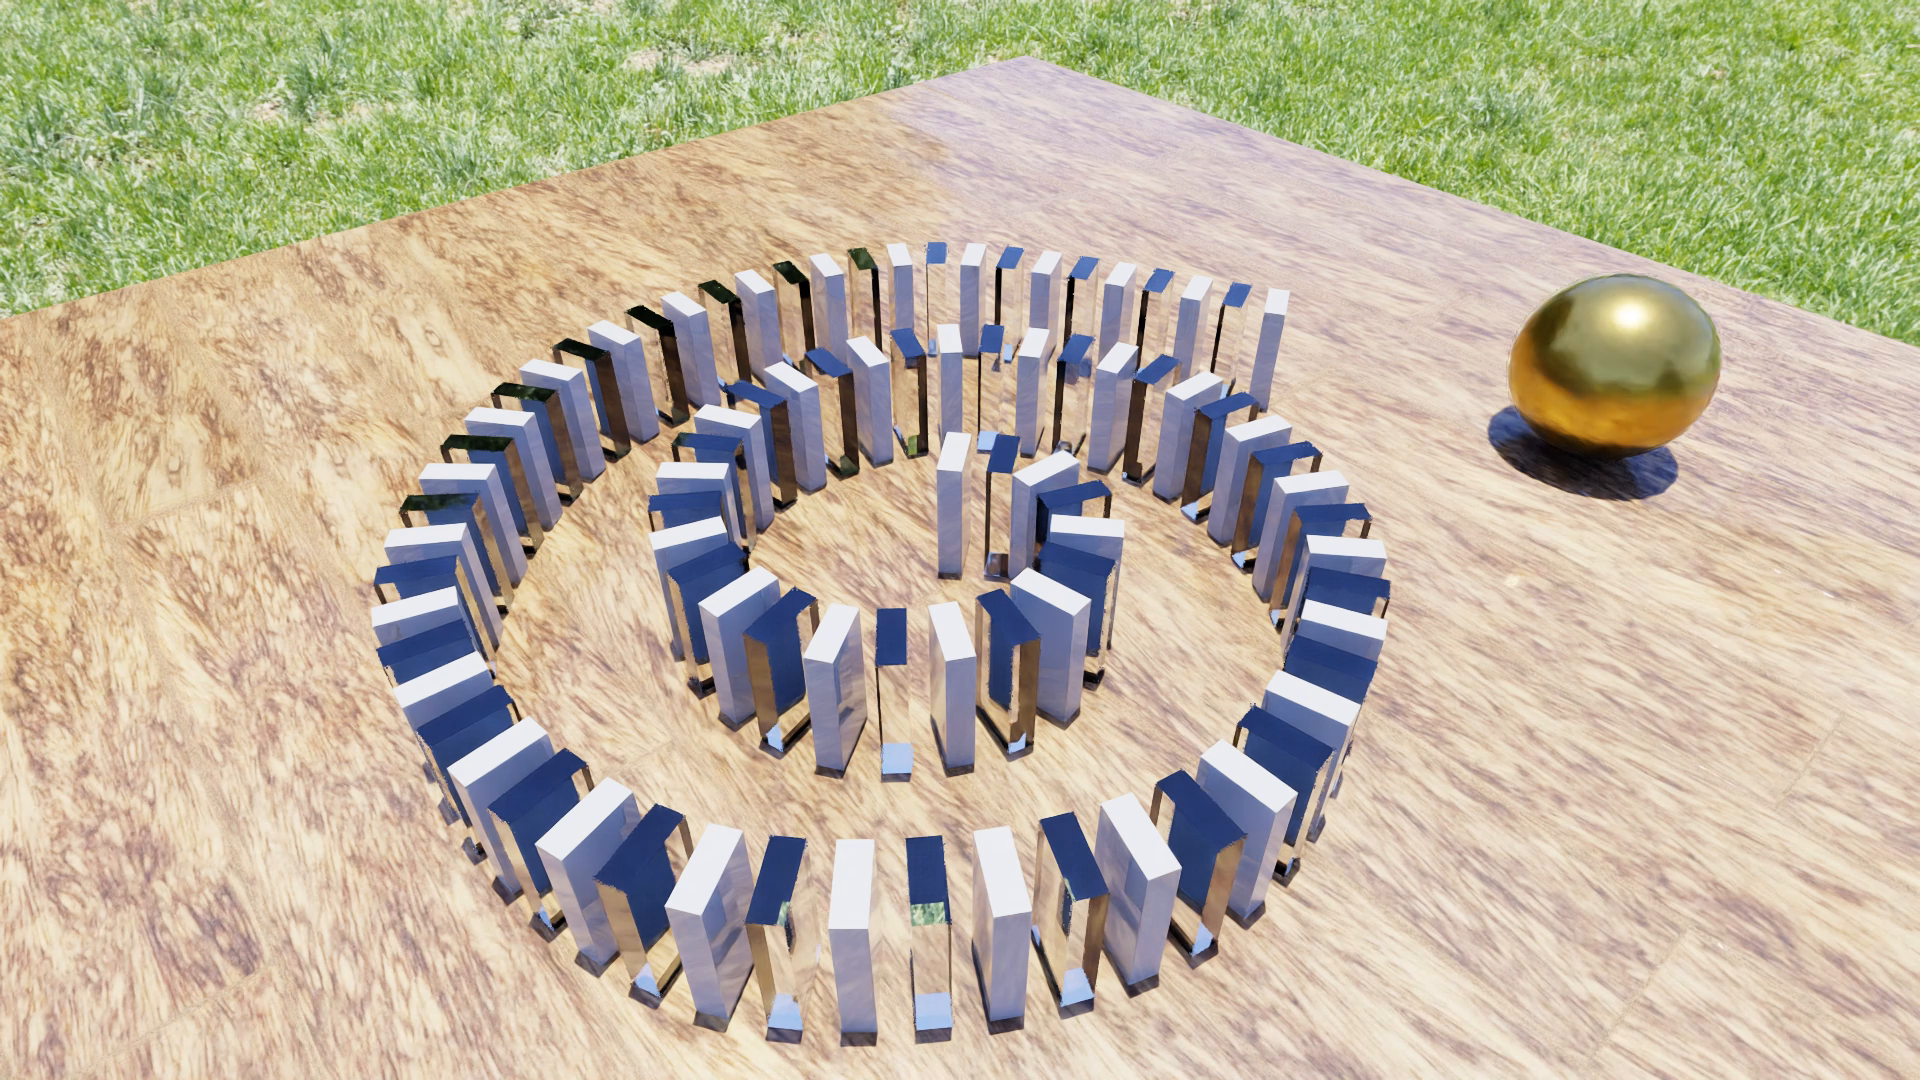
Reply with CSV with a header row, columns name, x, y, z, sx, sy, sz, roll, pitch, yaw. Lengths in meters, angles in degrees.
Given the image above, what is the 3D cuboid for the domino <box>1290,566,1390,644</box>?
name,x,y,z,sx,sy,sz,roll,pitch,yaw
domino,0.126,0.033,0.371,0.025,0.050,0.009,11,41,13

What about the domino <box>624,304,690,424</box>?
name,x,y,z,sx,sy,sz,roll,pitch,yaw
domino,-0.140,-0.081,0.510,0.025,0.050,0.009,31,48,32

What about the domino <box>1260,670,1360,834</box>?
name,x,y,z,sx,sy,sz,roll,pitch,yaw
domino,0.102,0.065,0.333,0.025,0.050,0.010,24,45,26

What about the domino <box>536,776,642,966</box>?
name,x,y,z,sx,sy,sz,roll,pitch,yaw
domino,-0.097,0.091,0.300,0.010,0.050,0.025,21,44,24

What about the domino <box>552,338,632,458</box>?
name,x,y,z,sx,sy,sz,roll,pitch,yaw
domino,-0.163,-0.062,0.488,0.025,0.050,0.010,20,43,23

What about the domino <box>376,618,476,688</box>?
name,x,y,z,sx,sy,sz,roll,pitch,yaw
domino,-0.163,0.050,0.350,0.025,0.050,0.009,-22,44,-24

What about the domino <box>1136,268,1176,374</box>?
name,x,y,z,sx,sy,sz,roll,pitch,yaw
domino,0.095,-0.104,0.539,0.009,0.050,0.025,15,42,18

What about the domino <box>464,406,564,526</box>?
name,x,y,z,sx,sy,sz,roll,pitch,yaw
domino,-0.181,-0.029,0.447,0.025,0.050,0.009,6,40,8

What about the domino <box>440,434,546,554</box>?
name,x,y,z,sx,sy,sz,roll,pitch,yaw
domino,-0.183,-0.018,0.433,0.025,0.050,0.009,3,39,4

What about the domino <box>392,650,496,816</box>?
name,x,y,z,sx,sy,sz,roll,pitch,yaw
domino,-0.152,0.060,0.338,0.025,0.050,0.009,-27,46,-29

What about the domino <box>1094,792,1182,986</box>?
name,x,y,z,sx,sy,sz,roll,pitch,yaw
domino,0.046,0.094,0.296,0.009,0.050,0.025,-15,42,-17

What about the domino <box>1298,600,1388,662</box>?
name,x,y,z,sx,sy,sz,roll,pitch,yaw
domino,0.120,0.044,0.358,0.025,0.050,0.009,15,42,18

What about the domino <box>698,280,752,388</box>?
name,x,y,z,sx,sy,sz,roll,pitch,yaw
domino,-0.113,-0.097,0.530,0.009,0.050,0.025,-26,46,-28

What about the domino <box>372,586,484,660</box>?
name,x,y,z,sx,sy,sz,roll,pitch,yaw
domino,-0.172,0.040,0.362,0.025,0.050,0.009,-16,42,-19

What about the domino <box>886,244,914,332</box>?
name,x,y,z,sx,sy,sz,roll,pitch,yaw
domino,-0.030,-0.122,0.561,0.009,0.050,0.025,-7,40,-9

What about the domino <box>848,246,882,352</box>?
name,x,y,z,sx,sy,sz,roll,pitch,yaw
domino,-0.048,-0.119,0.557,0.009,0.050,0.025,-12,41,-14

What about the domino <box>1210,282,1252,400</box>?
name,x,y,z,sx,sy,sz,roll,pitch,yaw
domino,0.129,-0.095,0.527,0.009,0.050,0.025,15,42,17

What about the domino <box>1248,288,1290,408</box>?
name,x,y,z,sx,sy,sz,roll,pitch,yaw
domino,0.146,-0.091,0.522,0.009,0.050,0.025,11,41,13

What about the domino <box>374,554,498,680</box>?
name,x,y,z,sx,sy,sz,roll,pitch,yaw
domino,-0.178,0.029,0.376,0.025,0.050,0.010,-10,40,-12

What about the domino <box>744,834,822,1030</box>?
name,x,y,z,sx,sy,sz,roll,pitch,yaw
domino,-0.045,0.103,0.286,0.009,0.050,0.025,4,39,5

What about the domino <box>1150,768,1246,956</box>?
name,x,y,z,sx,sy,sz,roll,pitch,yaw
domino,0.063,0.089,0.303,0.010,0.050,0.025,-21,44,-23

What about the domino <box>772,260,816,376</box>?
name,x,y,z,sx,sy,sz,roll,pitch,yaw
domino,-0.082,-0.110,0.545,0.010,0.050,0.025,-19,43,-22

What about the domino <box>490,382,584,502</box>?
name,x,y,z,sx,sy,sz,roll,pitch,yaw
domino,-0.177,-0.041,0.461,0.025,0.050,0.009,10,40,12

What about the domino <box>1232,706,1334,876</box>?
name,x,y,z,sx,sy,sz,roll,pitch,yaw
domino,0.090,0.074,0.321,0.025,0.050,0.009,29,47,30

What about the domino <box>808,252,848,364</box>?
name,x,y,z,sx,sy,sz,roll,pitch,yaw
domino,-0.065,-0.115,0.552,0.009,0.050,0.025,-16,42,-19

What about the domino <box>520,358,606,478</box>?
name,x,y,z,sx,sy,sz,roll,pitch,yaw
domino,-0.171,-0.052,0.475,0.025,0.050,0.010,14,41,17

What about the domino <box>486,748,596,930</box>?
name,x,y,z,sx,sy,sz,roll,pitch,yaw
domino,-0.112,0.084,0.308,0.010,0.050,0.025,25,46,28

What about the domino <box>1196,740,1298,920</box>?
name,x,y,z,sx,sy,sz,roll,pitch,yaw
domino,0.077,0.082,0.311,0.009,0.050,0.025,-29,48,-31

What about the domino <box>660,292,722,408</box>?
name,x,y,z,sx,sy,sz,roll,pitch,yaw
domino,-0.127,-0.089,0.520,0.010,0.050,0.025,-30,48,-31

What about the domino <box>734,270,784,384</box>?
name,x,y,z,sx,sy,sz,roll,pitch,yaw
domino,-0.098,-0.104,0.538,0.010,0.050,0.025,-23,44,-25

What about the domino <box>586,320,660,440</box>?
name,x,y,z,sx,sy,sz,roll,pitch,yaw
domino,-0.152,-0.072,0.500,0.025,0.050,0.009,26,46,28

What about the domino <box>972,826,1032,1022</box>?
name,x,y,z,sx,sy,sz,roll,pitch,yaw
domino,0.010,0.101,0.288,0.009,0.050,0.025,-7,40,-8

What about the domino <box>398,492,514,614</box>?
name,x,y,z,sx,sy,sz,roll,pitch,yaw
domino,-0.184,0.006,0.404,0.025,0.050,0.009,-2,39,-3

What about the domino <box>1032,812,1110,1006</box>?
name,x,y,z,sx,sy,sz,roll,pitch,yaw
domino,0.028,0.098,0.291,0.009,0.050,0.025,-10,40,-12

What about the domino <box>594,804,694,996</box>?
name,x,y,z,sx,sy,sz,roll,pitch,yaw
domino,-0.081,0.097,0.294,0.010,0.050,0.025,16,42,19

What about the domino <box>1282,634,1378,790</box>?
name,x,y,z,sx,sy,sz,roll,pitch,yaw
domino,0.111,0.055,0.345,0.025,0.050,0.009,19,43,22

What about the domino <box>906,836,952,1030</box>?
name,x,y,z,sx,sy,sz,roll,pitch,yaw
domino,-0.008,0.103,0.286,0.010,0.050,0.025,-4,39,-4

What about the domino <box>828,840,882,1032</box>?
name,x,y,z,sx,sy,sz,roll,pitch,yaw
domino,-0.026,0.103,0.285,0.009,0.050,0.025,0,39,0

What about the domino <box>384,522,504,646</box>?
name,x,y,z,sx,sy,sz,roll,pitch,yaw
domino,-0.182,0.018,0.390,0.025,0.050,0.009,-6,40,-7

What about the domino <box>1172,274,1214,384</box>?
name,x,y,z,sx,sy,sz,roll,pitch,yaw
domino,0.112,-0.099,0.533,0.009,0.050,0.025,15,42,18

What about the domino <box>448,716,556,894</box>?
name,x,y,z,sx,sy,sz,roll,pitch,yaw
domino,-0.127,0.077,0.317,0.009,0.050,0.025,29,48,31

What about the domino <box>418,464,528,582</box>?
name,x,y,z,sx,sy,sz,roll,pitch,yaw
domino,-0.184,-0.006,0.419,0.025,0.050,0.009,1,39,1

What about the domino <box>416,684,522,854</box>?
name,x,y,z,sx,sy,sz,roll,pitch,yaw
domino,-0.140,0.069,0.327,0.025,0.050,0.009,-31,49,-32

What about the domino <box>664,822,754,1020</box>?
name,x,y,z,sx,sy,sz,roll,pitch,yaw
domino,-0.063,0.101,0.289,0.009,0.050,0.025,10,40,11
